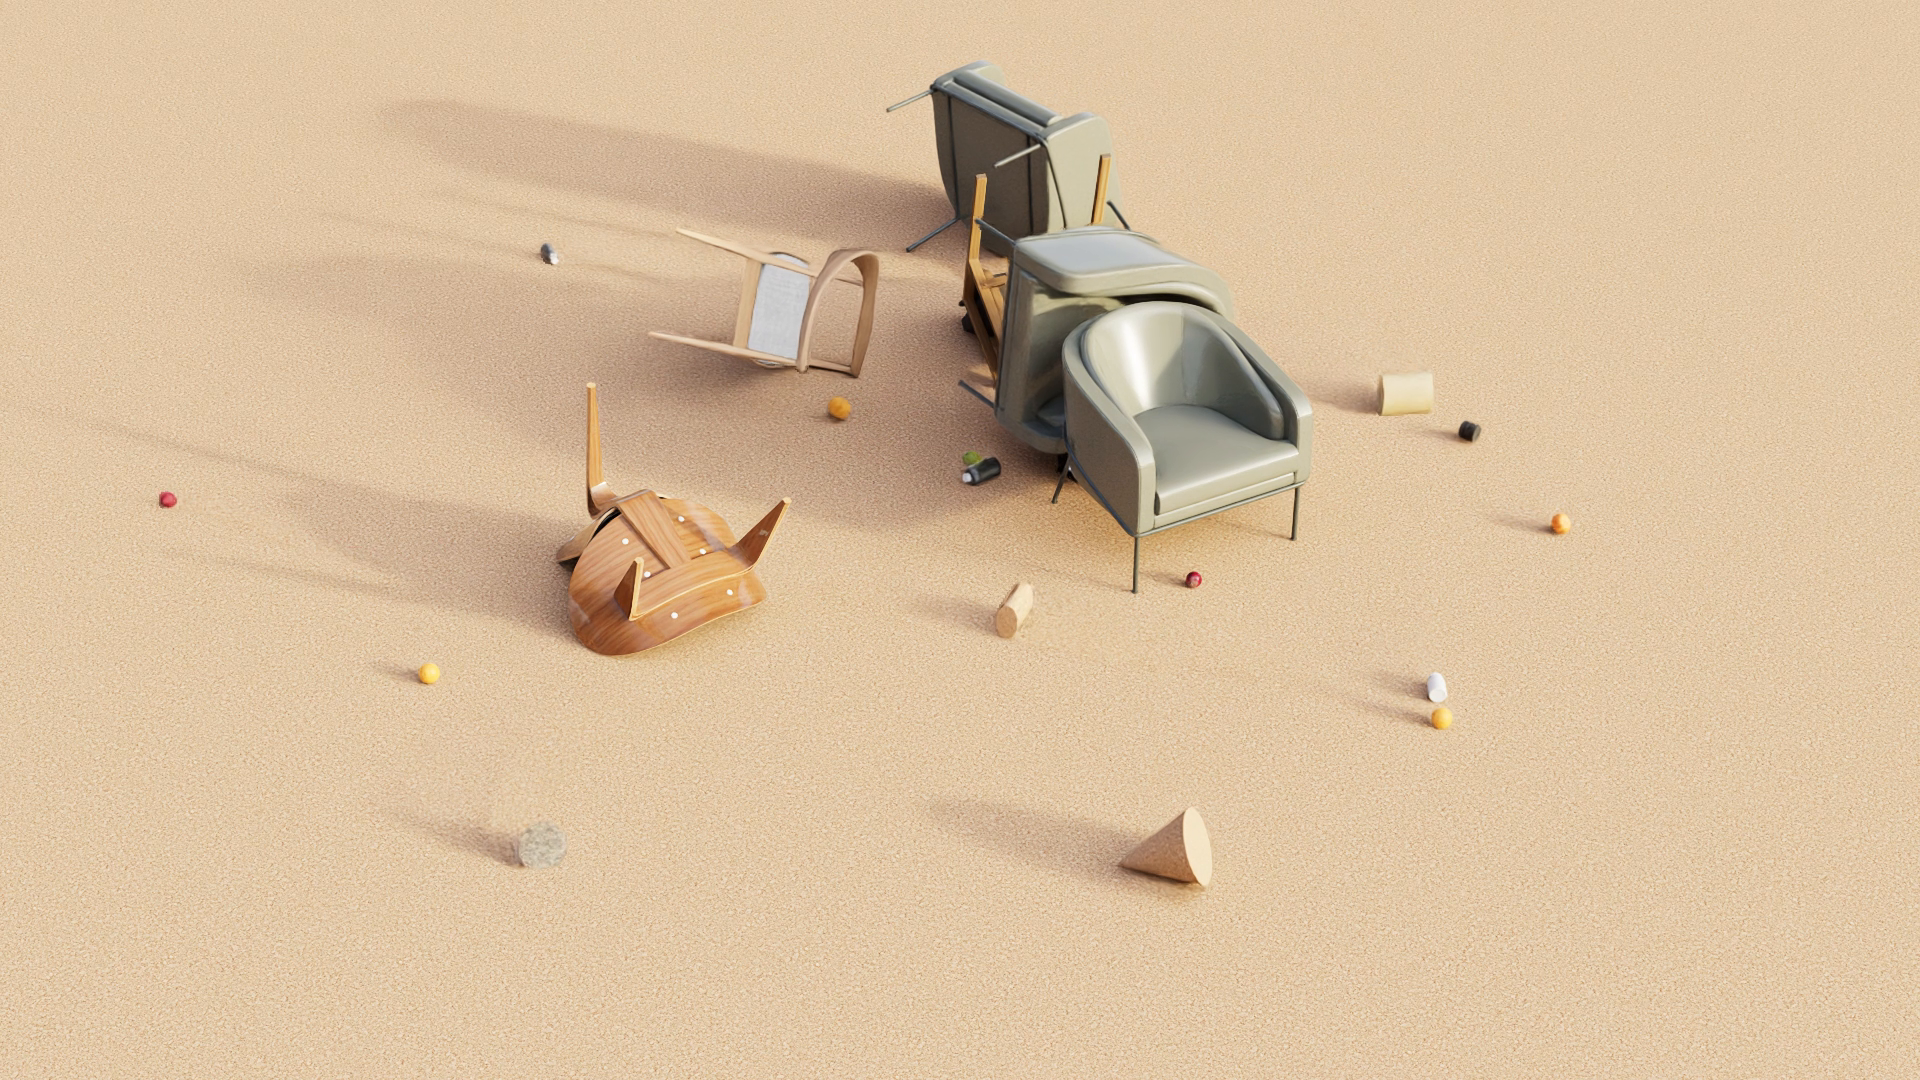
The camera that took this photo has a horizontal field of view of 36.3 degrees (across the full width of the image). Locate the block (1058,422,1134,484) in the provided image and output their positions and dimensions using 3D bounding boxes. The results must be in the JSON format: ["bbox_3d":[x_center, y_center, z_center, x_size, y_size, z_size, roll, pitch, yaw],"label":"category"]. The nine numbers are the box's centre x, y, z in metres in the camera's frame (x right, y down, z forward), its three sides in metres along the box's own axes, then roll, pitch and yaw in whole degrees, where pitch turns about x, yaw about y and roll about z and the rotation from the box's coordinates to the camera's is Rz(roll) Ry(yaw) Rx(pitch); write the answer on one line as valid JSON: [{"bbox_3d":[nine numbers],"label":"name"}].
[{"bbox_3d":[0.525,-0.336,11.333,0.277,0.125,0.120,-22,41,-32],"label":"block"}]

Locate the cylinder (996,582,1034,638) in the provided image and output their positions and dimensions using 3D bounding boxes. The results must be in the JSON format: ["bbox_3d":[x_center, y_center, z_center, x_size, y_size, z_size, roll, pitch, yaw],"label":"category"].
[{"bbox_3d":[0.195,0.250,10.437,0.081,0.142,0.163,14,36,16],"label":"cylinder"}]

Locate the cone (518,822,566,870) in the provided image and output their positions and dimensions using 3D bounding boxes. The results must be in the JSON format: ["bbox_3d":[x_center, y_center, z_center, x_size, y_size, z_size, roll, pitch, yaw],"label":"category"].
[{"bbox_3d":[-1.346,0.967,9.414,0.147,0.159,0.151,36,-2,-12],"label":"cone"}]

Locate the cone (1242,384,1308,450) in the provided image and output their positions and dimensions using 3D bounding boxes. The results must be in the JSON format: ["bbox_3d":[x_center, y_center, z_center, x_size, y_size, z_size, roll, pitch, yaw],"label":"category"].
[{"bbox_3d":[1.218,-0.511,11.609,0.246,0.278,0.325,-43,11,4],"label":"cone"}]

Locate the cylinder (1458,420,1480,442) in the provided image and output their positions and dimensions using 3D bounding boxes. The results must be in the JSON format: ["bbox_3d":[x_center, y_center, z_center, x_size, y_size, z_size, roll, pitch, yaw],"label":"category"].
[{"bbox_3d":[2.003,-0.425,11.527,0.064,0.069,0.064,23,15,31],"label":"cylinder"}]

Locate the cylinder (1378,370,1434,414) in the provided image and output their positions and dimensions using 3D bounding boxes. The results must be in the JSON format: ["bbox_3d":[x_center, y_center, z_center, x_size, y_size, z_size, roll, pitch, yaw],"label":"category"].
[{"bbox_3d":[1.775,-0.588,11.684,0.201,0.170,0.098,-4,24,-6],"label":"cylinder"}]

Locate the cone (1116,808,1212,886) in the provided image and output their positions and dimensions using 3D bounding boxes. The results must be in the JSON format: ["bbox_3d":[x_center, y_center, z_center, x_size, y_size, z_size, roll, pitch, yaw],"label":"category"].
[{"bbox_3d":[0.624,1.005,9.317,0.283,0.242,0.273,-16,19,20],"label":"cone"}]
